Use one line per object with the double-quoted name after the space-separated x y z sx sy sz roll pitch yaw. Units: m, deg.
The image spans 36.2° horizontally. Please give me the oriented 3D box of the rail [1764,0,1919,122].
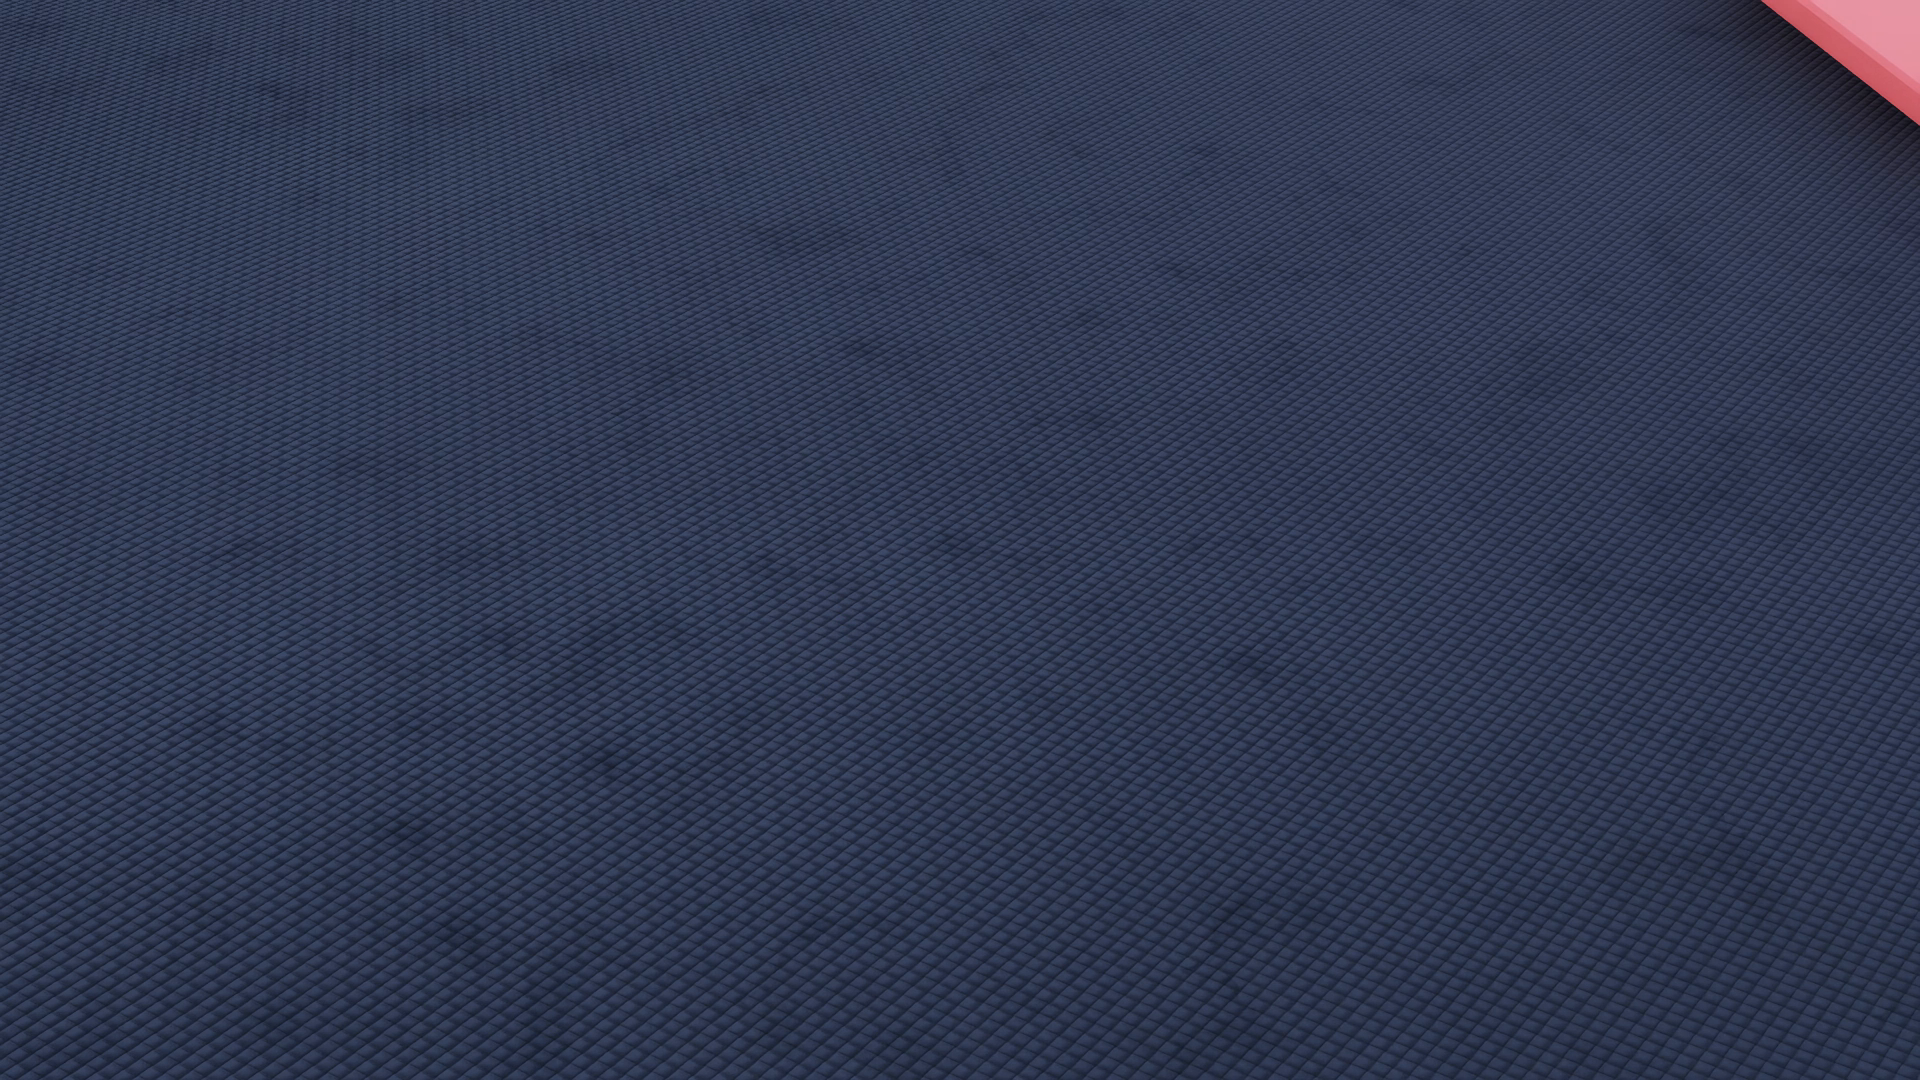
0.735 -0.528 2.664 0.045 0.117 3.576 -5 29 -8 "rail"
